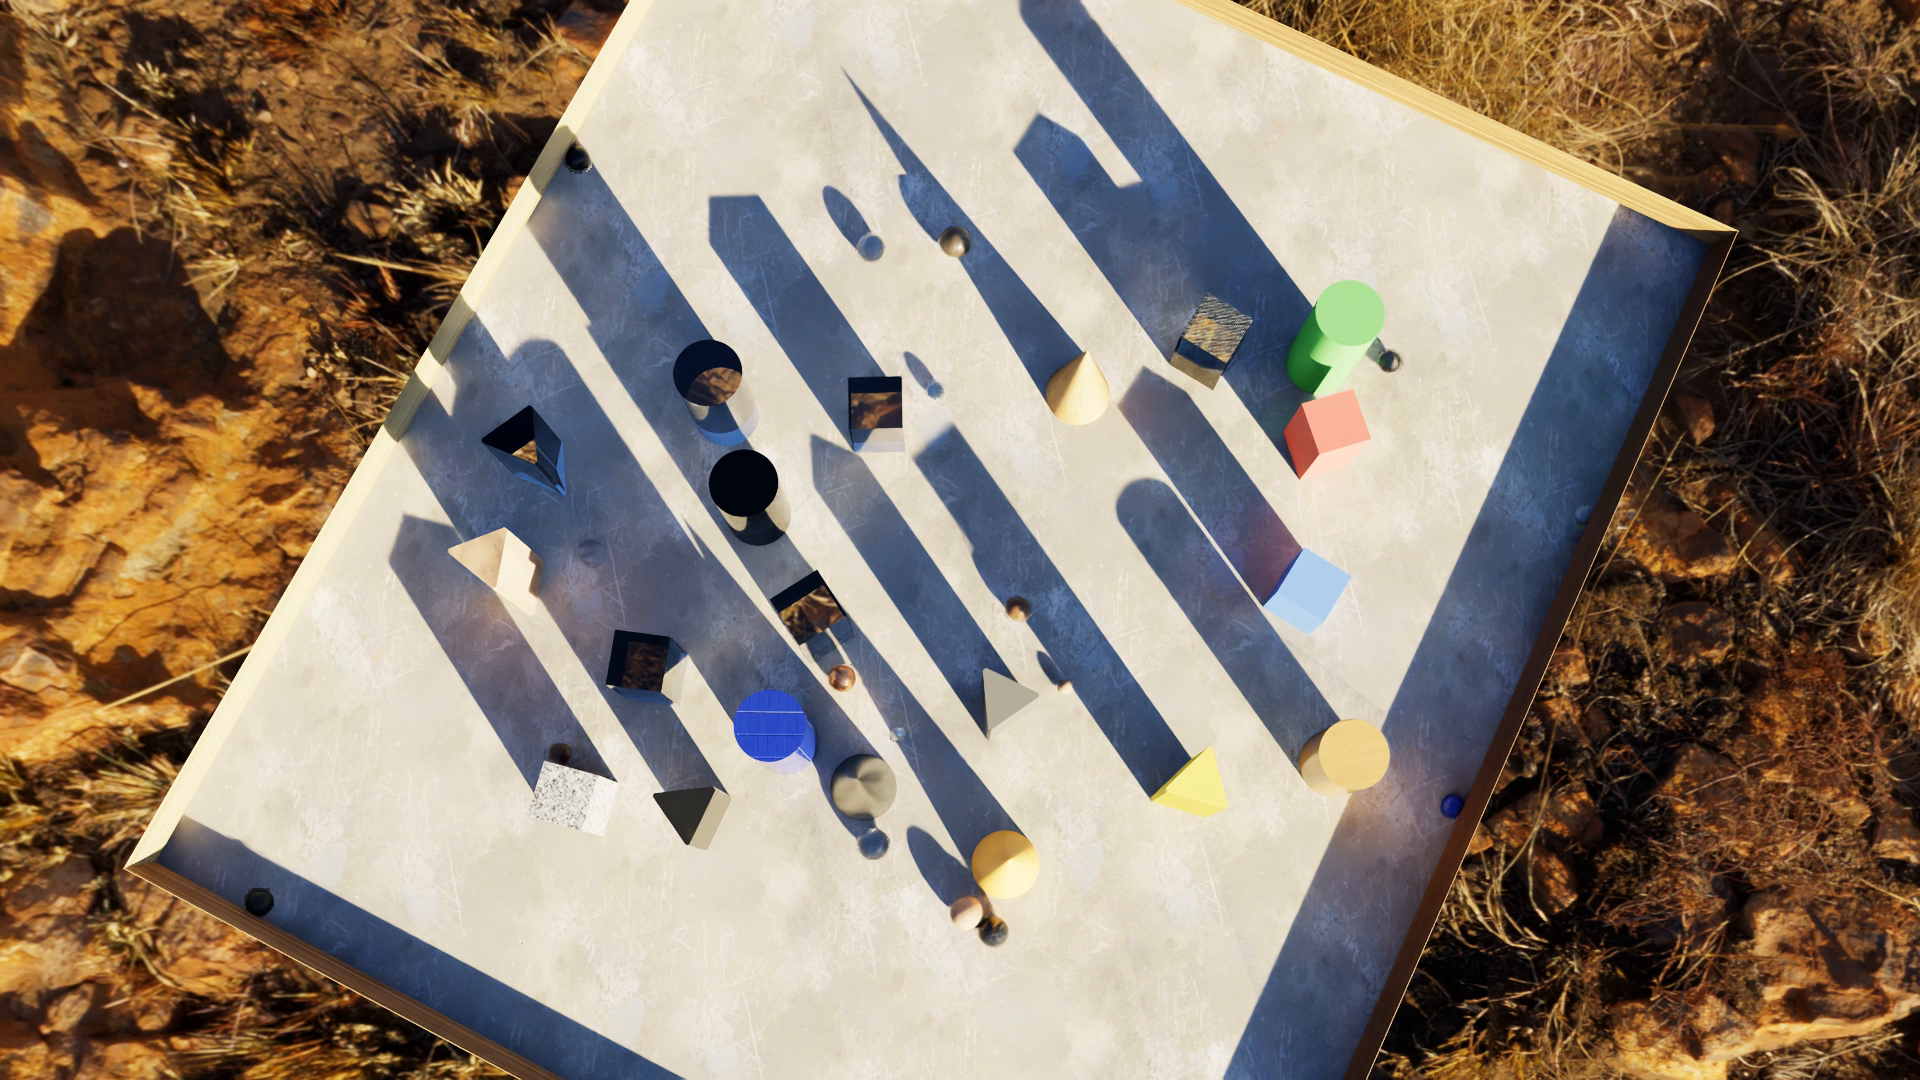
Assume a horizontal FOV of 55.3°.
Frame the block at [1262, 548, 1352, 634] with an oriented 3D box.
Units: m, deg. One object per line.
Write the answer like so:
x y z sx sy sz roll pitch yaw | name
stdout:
1.031 0.155 5.454 0.160 0.257 0.160 32 80 6 | block

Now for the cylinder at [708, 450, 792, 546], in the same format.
-0.618 -0.121 5.433 0.200 0.408 0.200 0 78 0 | cylinder

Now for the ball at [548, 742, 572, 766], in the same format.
-1.189 0.637 5.450 0.068 0.068 0.068 0 78 0 | ball

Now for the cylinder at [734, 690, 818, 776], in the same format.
-0.522 0.557 5.260 0.200 0.472 0.200 0 78 0 | cylinder

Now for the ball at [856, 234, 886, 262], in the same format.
-0.280 -0.918 5.761 0.089 0.089 0.089 0 78 0 | ball

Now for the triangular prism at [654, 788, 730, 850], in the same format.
-0.743 0.770 5.269 0.150 0.370 0.173 -35 80 -7 | triangular prism

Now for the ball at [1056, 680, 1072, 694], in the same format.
0.313 0.441 5.502 0.045 0.045 0.045 0 78 0 | ball

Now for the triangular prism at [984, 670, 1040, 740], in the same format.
0.112 0.459 5.361 0.173 0.314 0.150 -34 80 -7 | triangular prism

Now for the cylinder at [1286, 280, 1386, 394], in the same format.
1.119 -0.601 5.491 0.200 0.490 0.200 0 78 0 | cylinder

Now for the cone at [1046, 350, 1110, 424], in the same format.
0.368 -0.501 5.489 0.200 0.453 0.200 0 78 0 | cone

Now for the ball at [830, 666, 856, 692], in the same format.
-0.352 0.415 5.489 0.081 0.081 0.081 0 78 0 | ball

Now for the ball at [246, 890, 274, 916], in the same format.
-2.047 1.060 5.357 0.079 0.079 0.079 0 78 0 | ball

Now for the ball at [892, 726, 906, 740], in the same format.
-0.184 0.578 5.476 0.040 0.040 0.040 0 78 0 | ball

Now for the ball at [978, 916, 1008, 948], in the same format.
0.097 1.140 5.335 0.089 0.089 0.089 0 78 0 | ball

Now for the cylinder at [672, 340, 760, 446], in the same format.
-0.724 -0.434 5.477 0.200 0.450 0.200 0 78 0 | cylinder

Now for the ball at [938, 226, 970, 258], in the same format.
-0.016 -0.937 5.760 0.100 0.100 0.100 0 78 0 | ball

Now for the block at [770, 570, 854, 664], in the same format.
-0.430 0.229 5.376 0.160 0.378 0.160 -32 80 -6 | block

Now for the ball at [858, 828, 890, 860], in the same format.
-0.254 0.892 5.383 0.095 0.095 0.095 0 78 0 | ball

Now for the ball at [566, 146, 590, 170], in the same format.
-1.216 -1.213 5.828 0.077 0.077 0.077 0 78 0 | ball

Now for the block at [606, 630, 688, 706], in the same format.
-0.912 0.377 5.362 0.160 0.347 0.160 7 78 2 | block

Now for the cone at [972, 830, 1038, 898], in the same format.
0.134 0.913 5.196 0.200 0.454 0.200 0 78 0 | cone

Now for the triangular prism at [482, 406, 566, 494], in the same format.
-1.266 -0.280 5.468 0.173 0.405 0.150 22 79 4 | triangular prism

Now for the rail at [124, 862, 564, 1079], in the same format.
-0.862 1.695 5.198 3.449 0.130 0.045 26 80 5 | rail

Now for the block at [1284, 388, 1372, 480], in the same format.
1.101 -0.315 5.517 0.160 0.322 0.160 -17 79 -3 | block

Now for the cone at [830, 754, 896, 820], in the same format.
-0.287 0.703 5.298 0.200 0.340 0.200 0 78 0 | cone

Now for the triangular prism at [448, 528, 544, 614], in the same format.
-1.320 0.071 5.363 0.173 0.467 0.150 38 81 7 | triangular prism

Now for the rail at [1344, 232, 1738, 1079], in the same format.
1.521 0.752 5.394 0.045 0.130 3.903 26 80 5 | rail

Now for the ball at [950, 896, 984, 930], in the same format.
0.020 1.086 5.341 0.099 0.099 0.099 0 78 0 | ball

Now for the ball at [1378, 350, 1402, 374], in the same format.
1.334 -0.554 5.695 0.071 0.071 0.071 0 78 0 | ball

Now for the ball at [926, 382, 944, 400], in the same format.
-0.077 -0.464 5.685 0.054 0.054 0.054 0 78 0 | ball

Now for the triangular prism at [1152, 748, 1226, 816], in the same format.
0.672 0.685 5.259 0.173 0.423 0.150 16 79 3 | triangular prism

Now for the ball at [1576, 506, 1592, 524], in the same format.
1.910 -0.075 5.605 0.053 0.053 0.053 0 78 0 | ball

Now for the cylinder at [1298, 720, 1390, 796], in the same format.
1.112 0.636 5.323 0.200 0.317 0.200 0 78 0 | cylinder

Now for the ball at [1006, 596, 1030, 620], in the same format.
0.174 0.206 5.536 0.075 0.075 0.075 0 78 0 | ball

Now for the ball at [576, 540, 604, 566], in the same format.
-1.123 0.039 5.568 0.080 0.080 0.080 0 78 0 | ball

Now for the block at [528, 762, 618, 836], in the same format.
-1.115 0.750 5.299 0.160 0.318 0.160 14 79 3 | block

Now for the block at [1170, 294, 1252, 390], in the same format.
0.764 -0.603 5.594 0.160 0.289 0.160 32 80 6 | block

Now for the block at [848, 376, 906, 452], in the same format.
-0.250 -0.378 5.553 0.160 0.278 0.160 -1 78 0 | block

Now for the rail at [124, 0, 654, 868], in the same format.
-1.521 -0.738 5.702 0.045 0.130 3.903 26 80 5 | rail

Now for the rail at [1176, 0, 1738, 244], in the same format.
0.862 -1.681 5.897 3.449 0.130 0.045 26 80 5 | rail

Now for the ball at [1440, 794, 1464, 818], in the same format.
1.457 0.786 5.419 0.069 0.069 0.069 0 78 0 | ball
